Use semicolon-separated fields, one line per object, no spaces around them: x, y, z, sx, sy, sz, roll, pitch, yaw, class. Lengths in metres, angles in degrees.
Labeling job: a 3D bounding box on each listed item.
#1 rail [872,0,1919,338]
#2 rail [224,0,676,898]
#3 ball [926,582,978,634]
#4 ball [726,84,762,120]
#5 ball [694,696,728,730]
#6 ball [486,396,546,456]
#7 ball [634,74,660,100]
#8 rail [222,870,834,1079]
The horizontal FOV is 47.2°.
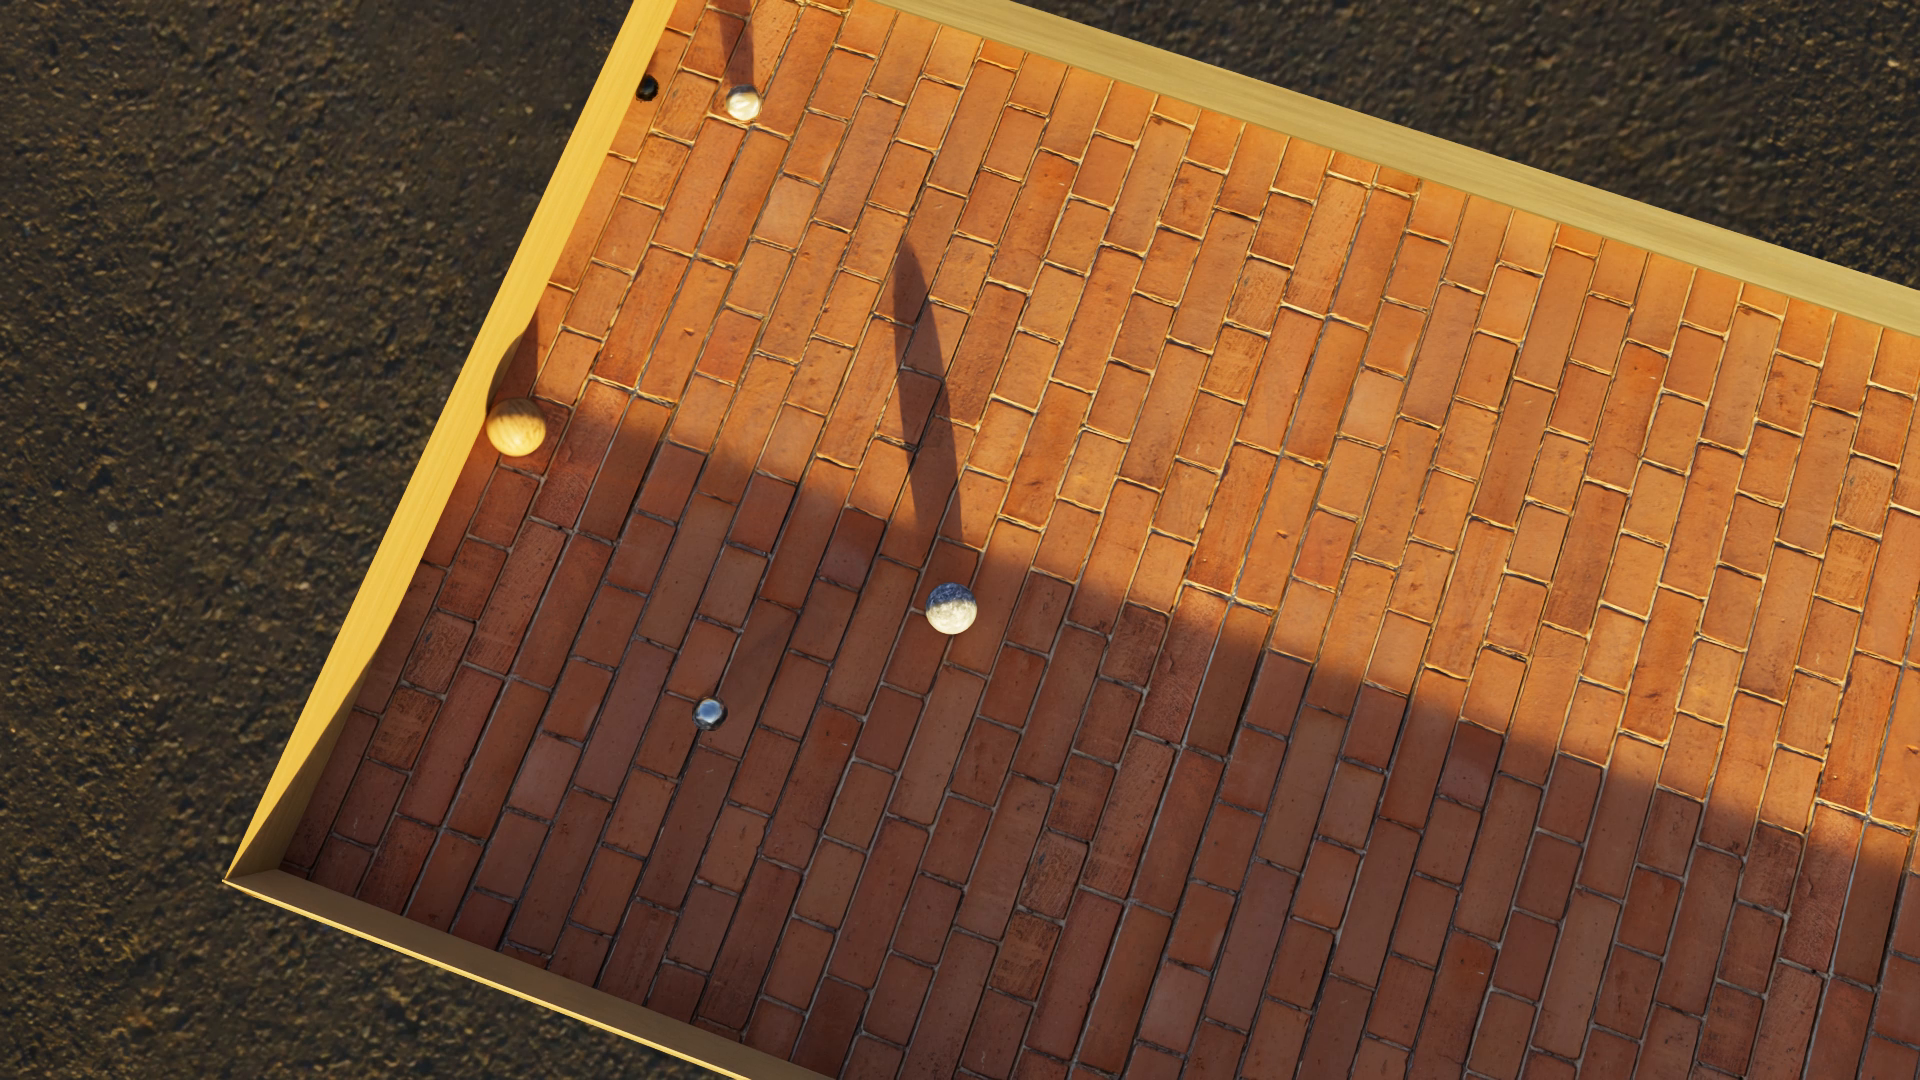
1.049;-0.503;3.527;3.230;0.121;0.045;19;73;6;rail
-0.736;-0.264;3.451;0.045;0.121;1.741;19;73;6;rail
-0.013;0.104;3.356;0.080;0.080;0.080;0;72;0;ball
-0.358;-0.723;3.631;0.059;0.059;0.059;0;72;0;ball
-0.377;0.261;3.322;0.050;0.050;0.050;0;72;0;ball
-0.694;-0.177;3.439;0.093;0.093;0.093;0;72;0;ball
-0.521;-0.751;3.648;0.044;0.044;0.044;0;72;0;ball
0.469;1.013;3.044;3.230;0.121;0.045;19;73;6;rail
